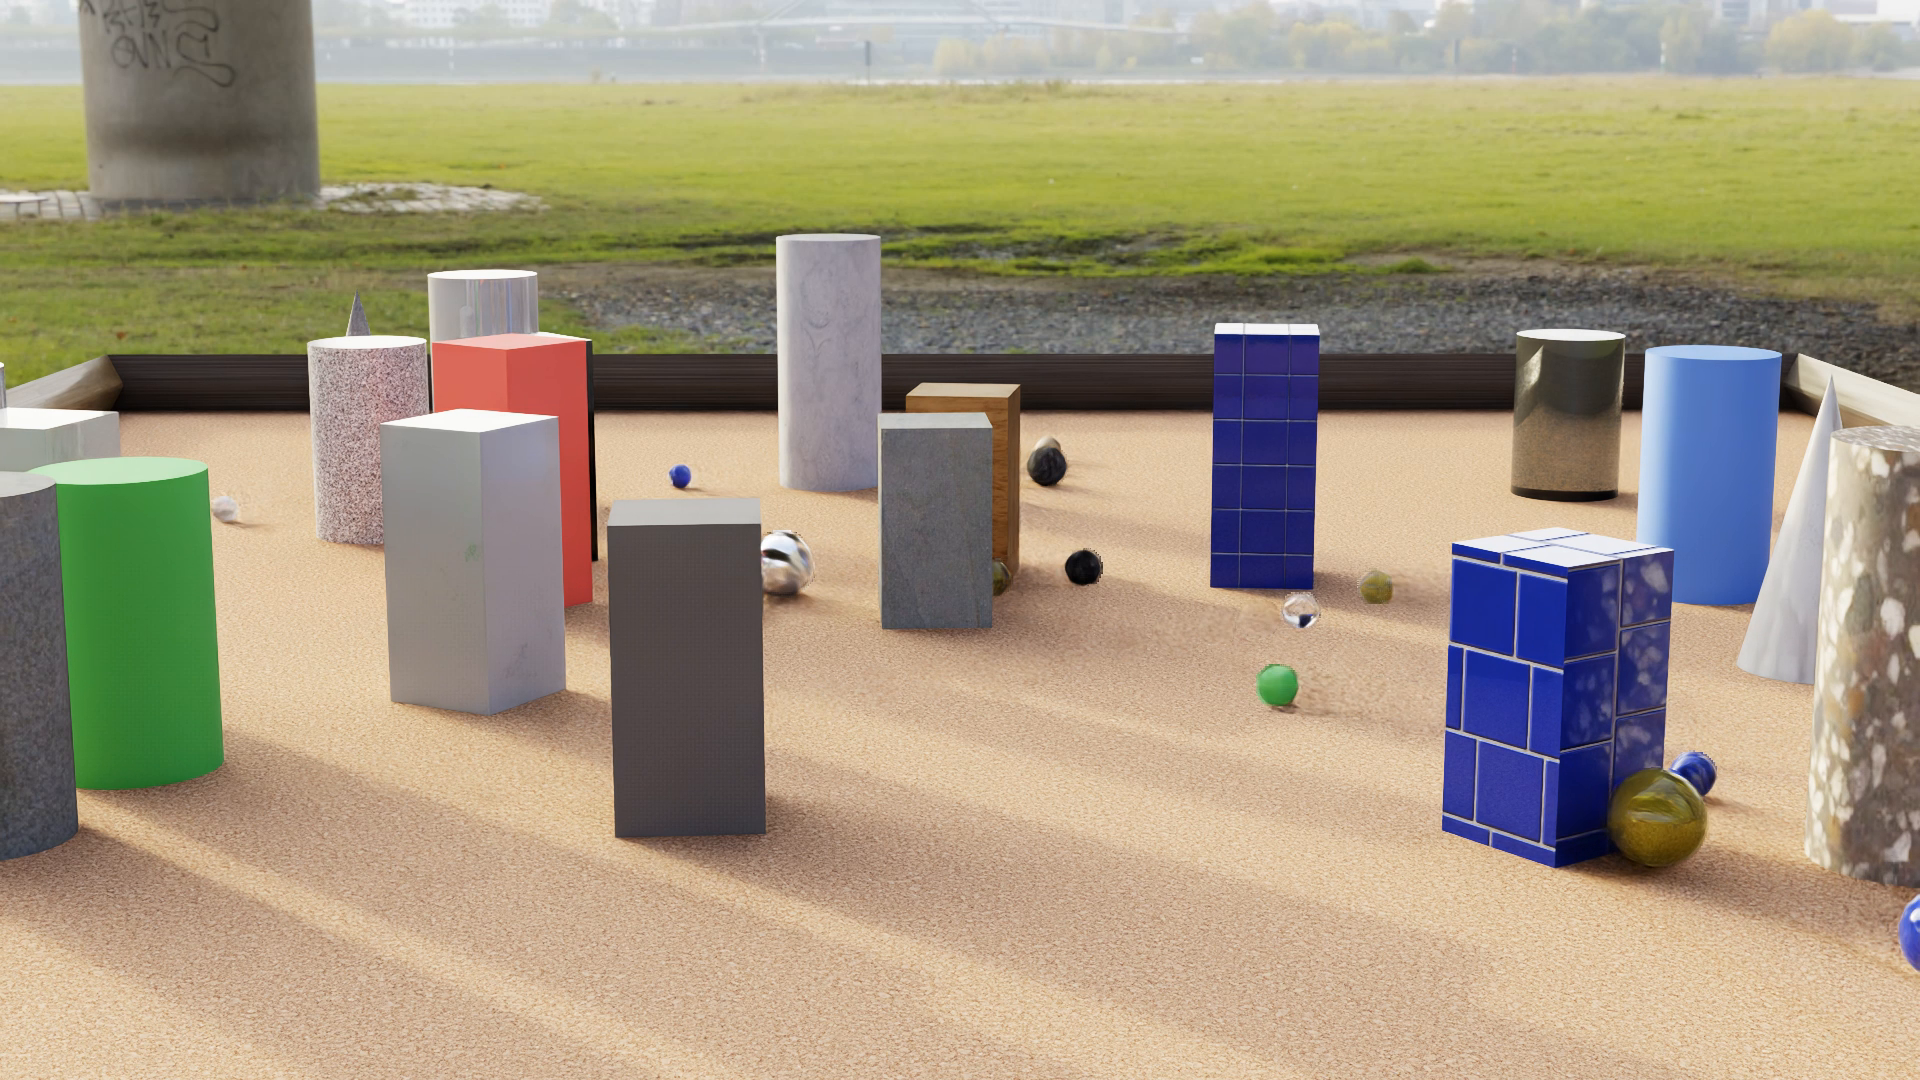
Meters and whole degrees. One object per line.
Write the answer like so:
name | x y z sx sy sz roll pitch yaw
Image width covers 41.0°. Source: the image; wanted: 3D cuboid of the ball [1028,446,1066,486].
ball | 0.149 -0.127 4.419 0.068 0.068 0.068 0 11 0

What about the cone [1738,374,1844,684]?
cone | 1.032 -0.022 3.070 0.178 0.360 0.178 0 11 0

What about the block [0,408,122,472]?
block | -1.042 0.026 2.892 0.142 0.330 0.142 3 11 14

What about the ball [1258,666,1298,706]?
ball | 0.362 0.166 2.921 0.045 0.045 0.045 0 11 0

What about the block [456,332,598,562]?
block | -0.631 -0.131 3.744 0.142 0.325 0.142 -8 13 -38

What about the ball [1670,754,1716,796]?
ball | 0.729 0.235 2.555 0.045 0.045 0.045 0 11 0

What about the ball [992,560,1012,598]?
ball | 0.045 0.053 3.509 0.051 0.051 0.051 0 11 0

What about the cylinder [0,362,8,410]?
cylinder | -1.219 -0.022 3.052 0.178 0.367 0.178 0 11 0

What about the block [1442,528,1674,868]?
block | 0.559 0.143 2.408 0.142 0.280 0.142 -7 13 -34

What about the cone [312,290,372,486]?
cone | -1.034 -0.266 4.429 0.178 0.337 0.178 0 11 0

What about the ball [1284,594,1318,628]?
ball | 0.441 0.091 3.318 0.045 0.045 0.045 0 11 0

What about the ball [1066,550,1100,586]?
ball | 0.172 0.039 3.587 0.050 0.050 0.050 0 11 0

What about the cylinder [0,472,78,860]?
cylinder | -0.929 0.116 2.400 0.178 0.336 0.178 0 11 0

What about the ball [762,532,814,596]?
ball | -0.243 0.034 3.502 0.088 0.088 0.088 0 11 0

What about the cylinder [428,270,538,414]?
cylinder | -0.788 -0.255 4.267 0.178 0.374 0.178 0 11 0

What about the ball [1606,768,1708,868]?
ball | 0.635 0.253 2.338 0.089 0.089 0.089 0 11 0

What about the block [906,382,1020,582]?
block | 0.006 -0.080 3.632 0.142 0.266 0.142 2 11 8

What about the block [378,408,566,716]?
block | -0.557 0.022 2.942 0.142 0.321 0.142 6 12 28

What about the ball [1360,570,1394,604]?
ball | 0.562 0.064 3.462 0.047 0.047 0.047 0 11 0

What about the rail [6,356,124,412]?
rail | -1.745 0.032 3.440 0.045 0.116 3.908 0 11 0

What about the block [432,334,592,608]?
block | -0.599 -0.089 3.438 0.142 0.356 0.142 8 13 37

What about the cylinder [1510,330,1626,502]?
cylinder | 1.024 -0.212 4.325 0.178 0.269 0.178 0 11 0

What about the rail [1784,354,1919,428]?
rail | 1.745 0.028 3.460 0.045 0.116 3.908 0 11 0

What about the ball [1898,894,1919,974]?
ball | 0.789 0.314 2.042 0.079 0.079 0.079 0 11 0

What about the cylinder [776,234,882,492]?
cylinder | -0.224 -0.308 4.414 0.178 0.425 0.178 0 11 0

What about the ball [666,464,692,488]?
ball | -0.480 -0.110 4.395 0.043 0.043 0.043 0 11 0

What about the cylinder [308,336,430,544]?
cylinder | -0.907 -0.157 3.953 0.178 0.298 0.178 0 11 0

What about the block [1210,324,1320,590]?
block | 0.427 -0.120 3.605 0.142 0.354 0.142 1 11 6

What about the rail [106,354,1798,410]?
rail | -0.011 -0.327 5.347 3.538 0.116 0.045 0 11 0

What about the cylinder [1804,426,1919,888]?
cylinder | 0.872 0.102 2.330 0.178 0.390 0.178 0 11 0

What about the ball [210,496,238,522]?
ball | -1.169 -0.049 4.077 0.041 0.041 0.041 0 11 0

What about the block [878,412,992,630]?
block | -0.034 -0.027 3.364 0.142 0.261 0.142 -1 11 -3

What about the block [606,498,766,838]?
block | -0.262 0.120 2.475 0.142 0.300 0.142 -1 11 -5

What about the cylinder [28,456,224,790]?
cylinder | -0.860 0.082 2.646 0.178 0.312 0.178 0 11 0

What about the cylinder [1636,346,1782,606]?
cylinder | 1.023 -0.092 3.516 0.178 0.332 0.178 0 11 0

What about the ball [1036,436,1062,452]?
ball | 0.160 -0.164 4.670 0.048 0.048 0.048 0 11 0
